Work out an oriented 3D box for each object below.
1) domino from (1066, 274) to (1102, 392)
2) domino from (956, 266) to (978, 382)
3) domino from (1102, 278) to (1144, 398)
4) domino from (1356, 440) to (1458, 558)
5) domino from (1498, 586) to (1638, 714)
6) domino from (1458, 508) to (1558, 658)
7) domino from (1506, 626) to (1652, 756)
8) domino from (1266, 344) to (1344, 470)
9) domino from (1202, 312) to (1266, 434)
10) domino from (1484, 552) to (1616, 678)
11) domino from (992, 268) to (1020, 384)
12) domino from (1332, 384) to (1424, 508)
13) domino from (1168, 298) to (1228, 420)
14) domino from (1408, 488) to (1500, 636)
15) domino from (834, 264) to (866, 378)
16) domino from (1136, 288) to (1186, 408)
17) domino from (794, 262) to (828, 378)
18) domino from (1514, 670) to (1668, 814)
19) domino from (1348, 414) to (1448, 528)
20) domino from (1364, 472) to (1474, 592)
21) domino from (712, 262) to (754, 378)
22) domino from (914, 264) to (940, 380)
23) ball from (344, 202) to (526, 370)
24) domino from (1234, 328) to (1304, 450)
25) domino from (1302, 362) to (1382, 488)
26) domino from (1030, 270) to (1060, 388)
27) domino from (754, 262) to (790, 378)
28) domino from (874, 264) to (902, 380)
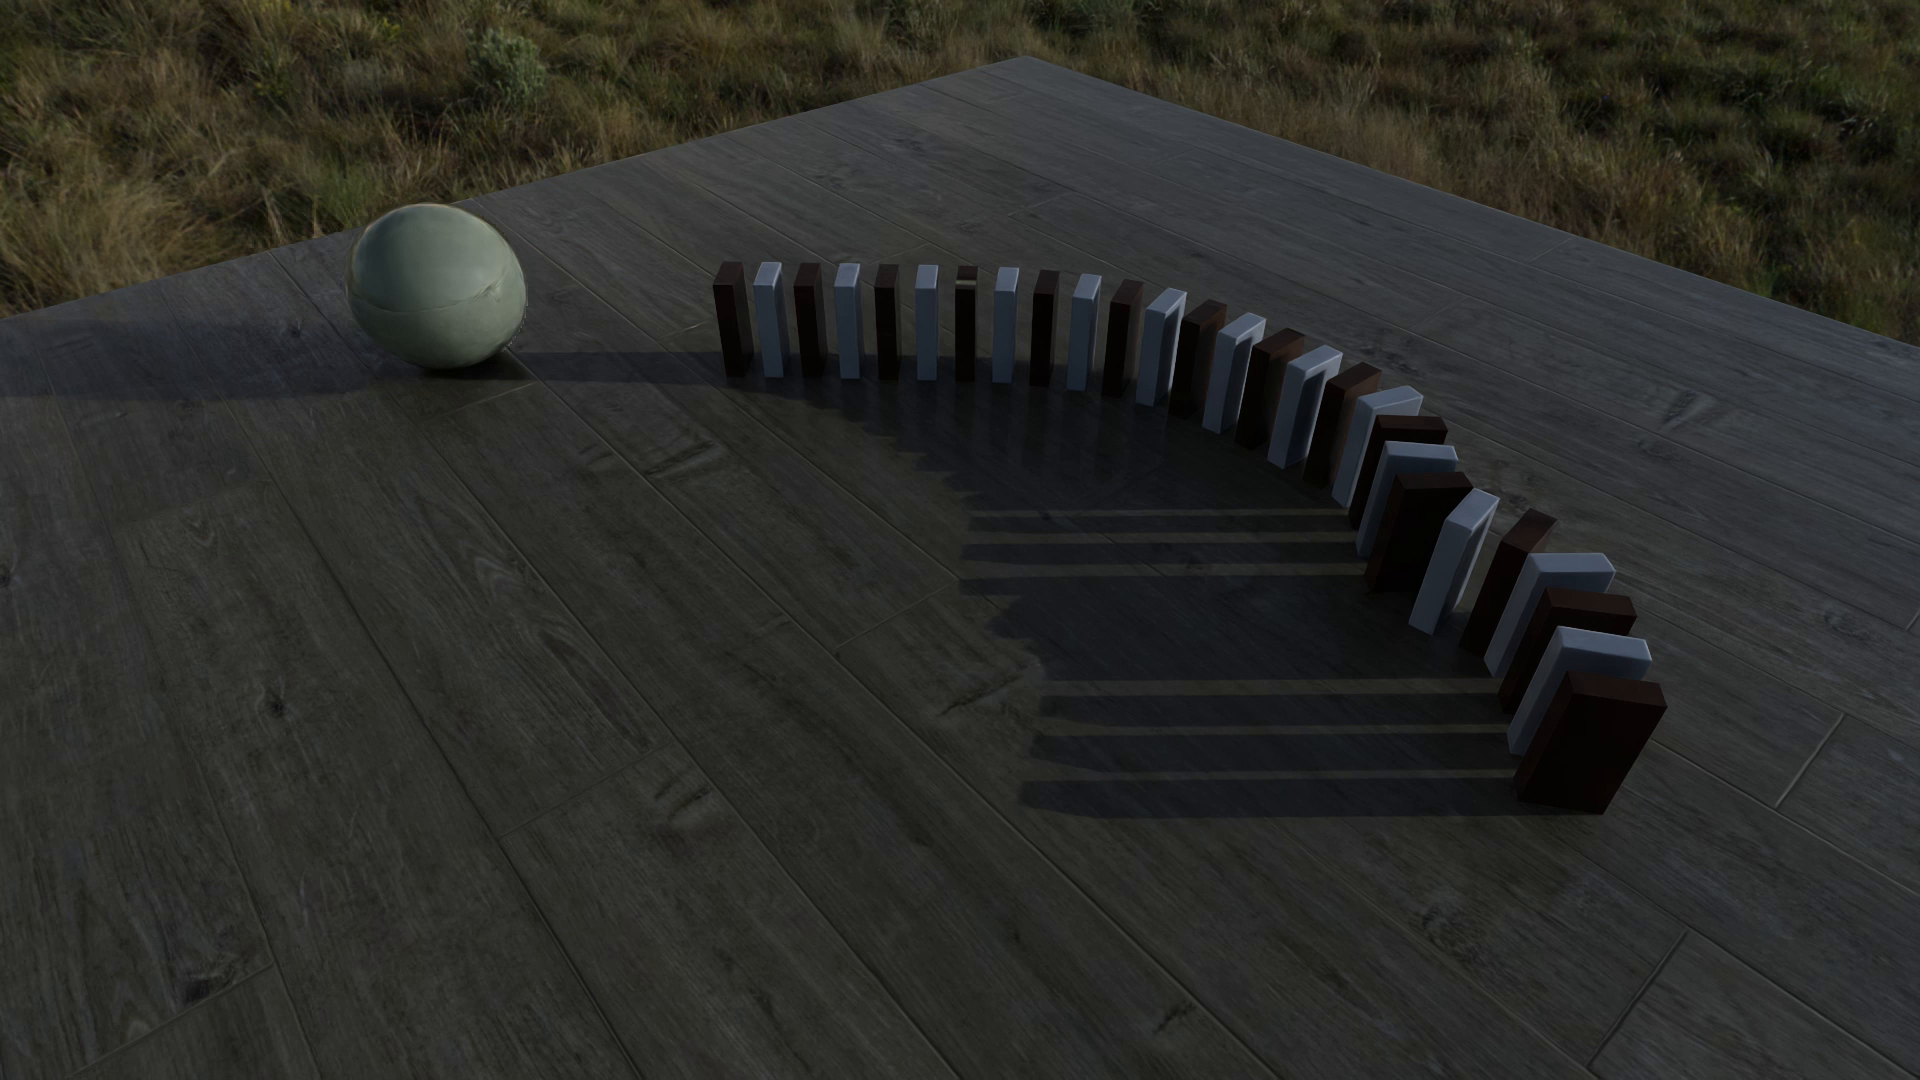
[{"bbox_3d":[0.060,-0.100,0.534,0.009,0.050,0.025,10,40,12],"label":"domino"},{"bbox_3d":[0.003,-0.106,0.541,0.009,0.050,0.025,2,39,3],"label":"domino"},{"bbox_3d":[0.078,-0.097,0.529,0.010,0.050,0.025,14,41,17],"label":"domino"},{"bbox_3d":[0.173,-0.014,0.429,0.025,0.050,0.010,5,40,7],"label":"domino"},{"bbox_3d":[0.200,0.039,0.364,0.025,0.050,0.009,7,40,8],"label":"domino"},{"bbox_3d":[0.195,0.016,0.392,0.010,0.050,0.025,31,49,32],"label":"domino"},{"bbox_3d":[0.196,0.051,0.350,0.025,0.050,0.010,9,40,11],"label":"domino"},{"bbox_3d":[0.151,-0.058,0.482,0.025,0.050,0.009,-26,46,-29],"label":"domino"},{"bbox_3d":[0.125,-0.076,0.504,0.009,0.050,0.025,31,48,32],"label":"domino"},{"bbox_3d":[0.202,0.027,0.379,0.025,0.050,0.010,0,39,0],"label":"domino"},{"bbox_3d":[0.022,-0.105,0.540,0.010,0.050,0.025,5,40,6],"label":"domino"},{"bbox_3d":[0.173,-0.038,0.458,0.025,0.050,0.009,-14,41,-17],"label":"domino"},{"bbox_3d":[0.111,-0.084,0.514,0.010,0.050,0.025,27,47,29],"label":"domino"},{"bbox_3d":[0.180,0.008,0.401,0.010,0.050,0.025,30,48,31],"label":"domino"},{"bbox_3d":[-0.054,-0.108,0.543,0.009,0.050,0.025,1,39,2],"label":"domino"},{"bbox_3d":[0.095,-0.091,0.523,0.010,0.050,0.025,21,44,24],"label":"domino"},{"bbox_3d":[-0.073,-0.108,0.544,0.009,0.050,0.025,1,39,1],"label":"domino"},{"bbox_3d":[0.191,0.062,0.335,0.025,0.050,0.009,8,40,10],"label":"domino"},{"bbox_3d":[0.176,-0.026,0.444,0.025,0.050,0.009,3,39,3],"label":"domino"},{"bbox_3d":[0.172,-0.002,0.414,0.025,0.050,0.009,-2,39,-3],"label":"domino"},{"bbox_3d":[-0.112,-0.109,0.544,0.009,0.050,0.025,1,39,2],"label":"domino"},{"bbox_3d":[-0.016,-0.107,0.542,0.009,0.050,0.025,1,39,2],"label":"domino"},{"bbox_3d":[-0.256,-0.124,0.539,0.080,0.080,0.080,0,39,0],"label":"ball"},{"bbox_3d":[0.139,-0.067,0.494,0.025,0.050,0.010,-29,47,-31],"label":"domino"},{"bbox_3d":[0.163,-0.049,0.471,0.025,0.050,0.009,-27,47,-29],"label":"domino"},{"bbox_3d":[0.041,-0.103,0.537,0.010,0.050,0.025,7,40,8],"label":"domino"},{"bbox_3d":[-0.093,-0.109,0.544,0.009,0.050,0.025,1,39,1],"label":"domino"},{"bbox_3d":[-0.035,-0.107,0.542,0.010,0.050,0.025,2,39,2],"label":"domino"}]
